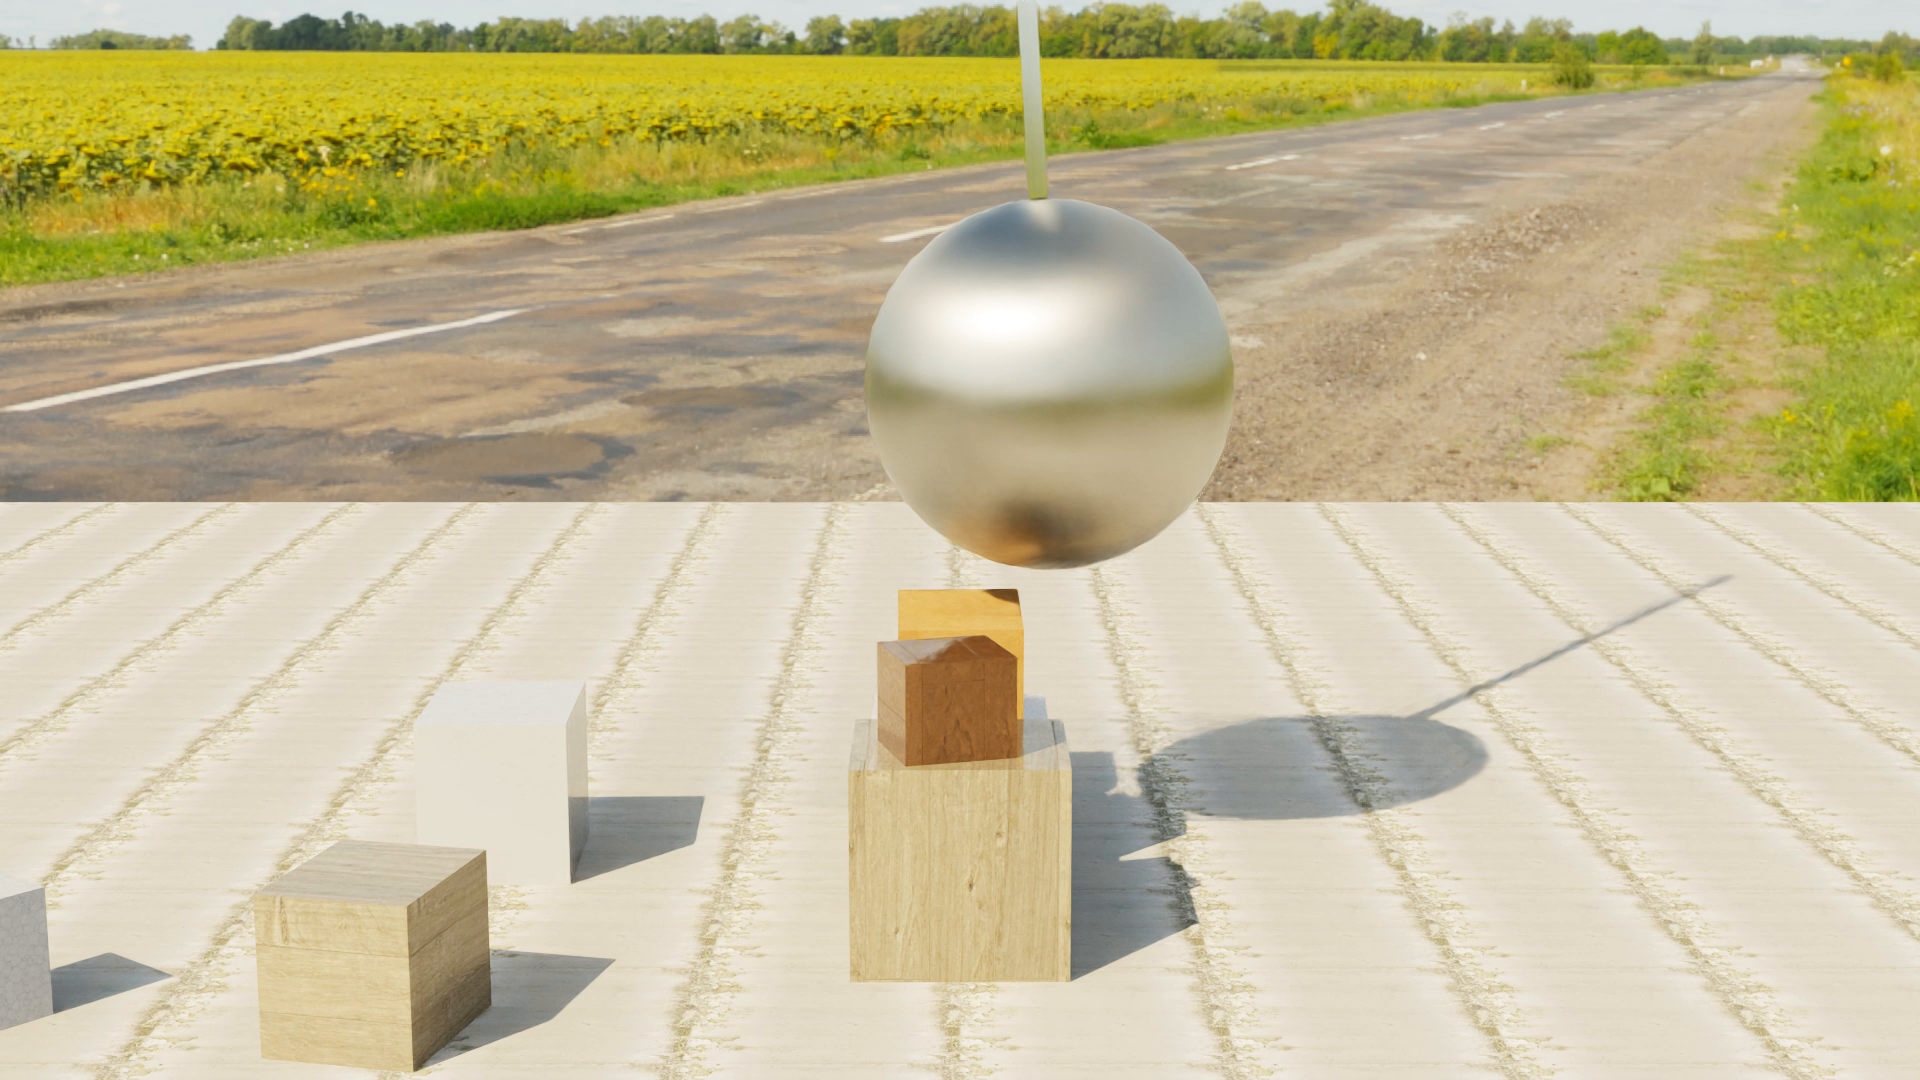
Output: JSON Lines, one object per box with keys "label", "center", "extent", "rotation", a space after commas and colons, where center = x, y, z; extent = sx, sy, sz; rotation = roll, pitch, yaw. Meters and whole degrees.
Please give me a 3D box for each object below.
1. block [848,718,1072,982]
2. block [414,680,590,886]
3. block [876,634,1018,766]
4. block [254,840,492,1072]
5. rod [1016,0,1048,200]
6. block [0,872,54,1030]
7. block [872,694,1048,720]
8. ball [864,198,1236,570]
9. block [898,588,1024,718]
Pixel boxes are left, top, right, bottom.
{"label": "block", "center": [-0.002, 1.238, 10.359], "extent": [0.862, 0.858, 0.798], "rotation": [0, 10, 0]}
{"label": "block", "center": [-2.053, 1.085, 11.570], "extent": [0.658, 0.725, 0.806], "rotation": [0, 10, -2]}
{"label": "block", "center": [-0.055, 0.631, 10.166], "extent": [0.453, 0.404, 0.427], "rotation": [-3, 11, -16]}
{"label": "block", "center": [-2.156, 1.521, 9.477], "extent": [0.592, 0.617, 0.694], "rotation": [2, 11, 13]}
{"label": "rod", "center": [0.166, -4.008, 10.452], "extent": [0.080, 5.200, 0.080], "rotation": [-4, 10, 1]}
{"label": "block", "center": [-3.756, 1.555, 9.608], "extent": [0.452, 0.503, 0.486], "rotation": [8, 13, 38]}
{"label": "block", "center": [-0.002, 1.095, 11.780], "extent": [0.798, 0.632, 0.677], "rotation": [0, 10, 0]}
{"label": "ball", "center": [0.384, -0.669, 11.059], "extent": [1.600, 1.600, 1.600], "rotation": [0, 10, 0]}
{"label": "block", "center": [-0.001, 0.591, 11.171], "extent": [0.528, 0.610, 0.574], "rotation": [-1, 16, -1]}
